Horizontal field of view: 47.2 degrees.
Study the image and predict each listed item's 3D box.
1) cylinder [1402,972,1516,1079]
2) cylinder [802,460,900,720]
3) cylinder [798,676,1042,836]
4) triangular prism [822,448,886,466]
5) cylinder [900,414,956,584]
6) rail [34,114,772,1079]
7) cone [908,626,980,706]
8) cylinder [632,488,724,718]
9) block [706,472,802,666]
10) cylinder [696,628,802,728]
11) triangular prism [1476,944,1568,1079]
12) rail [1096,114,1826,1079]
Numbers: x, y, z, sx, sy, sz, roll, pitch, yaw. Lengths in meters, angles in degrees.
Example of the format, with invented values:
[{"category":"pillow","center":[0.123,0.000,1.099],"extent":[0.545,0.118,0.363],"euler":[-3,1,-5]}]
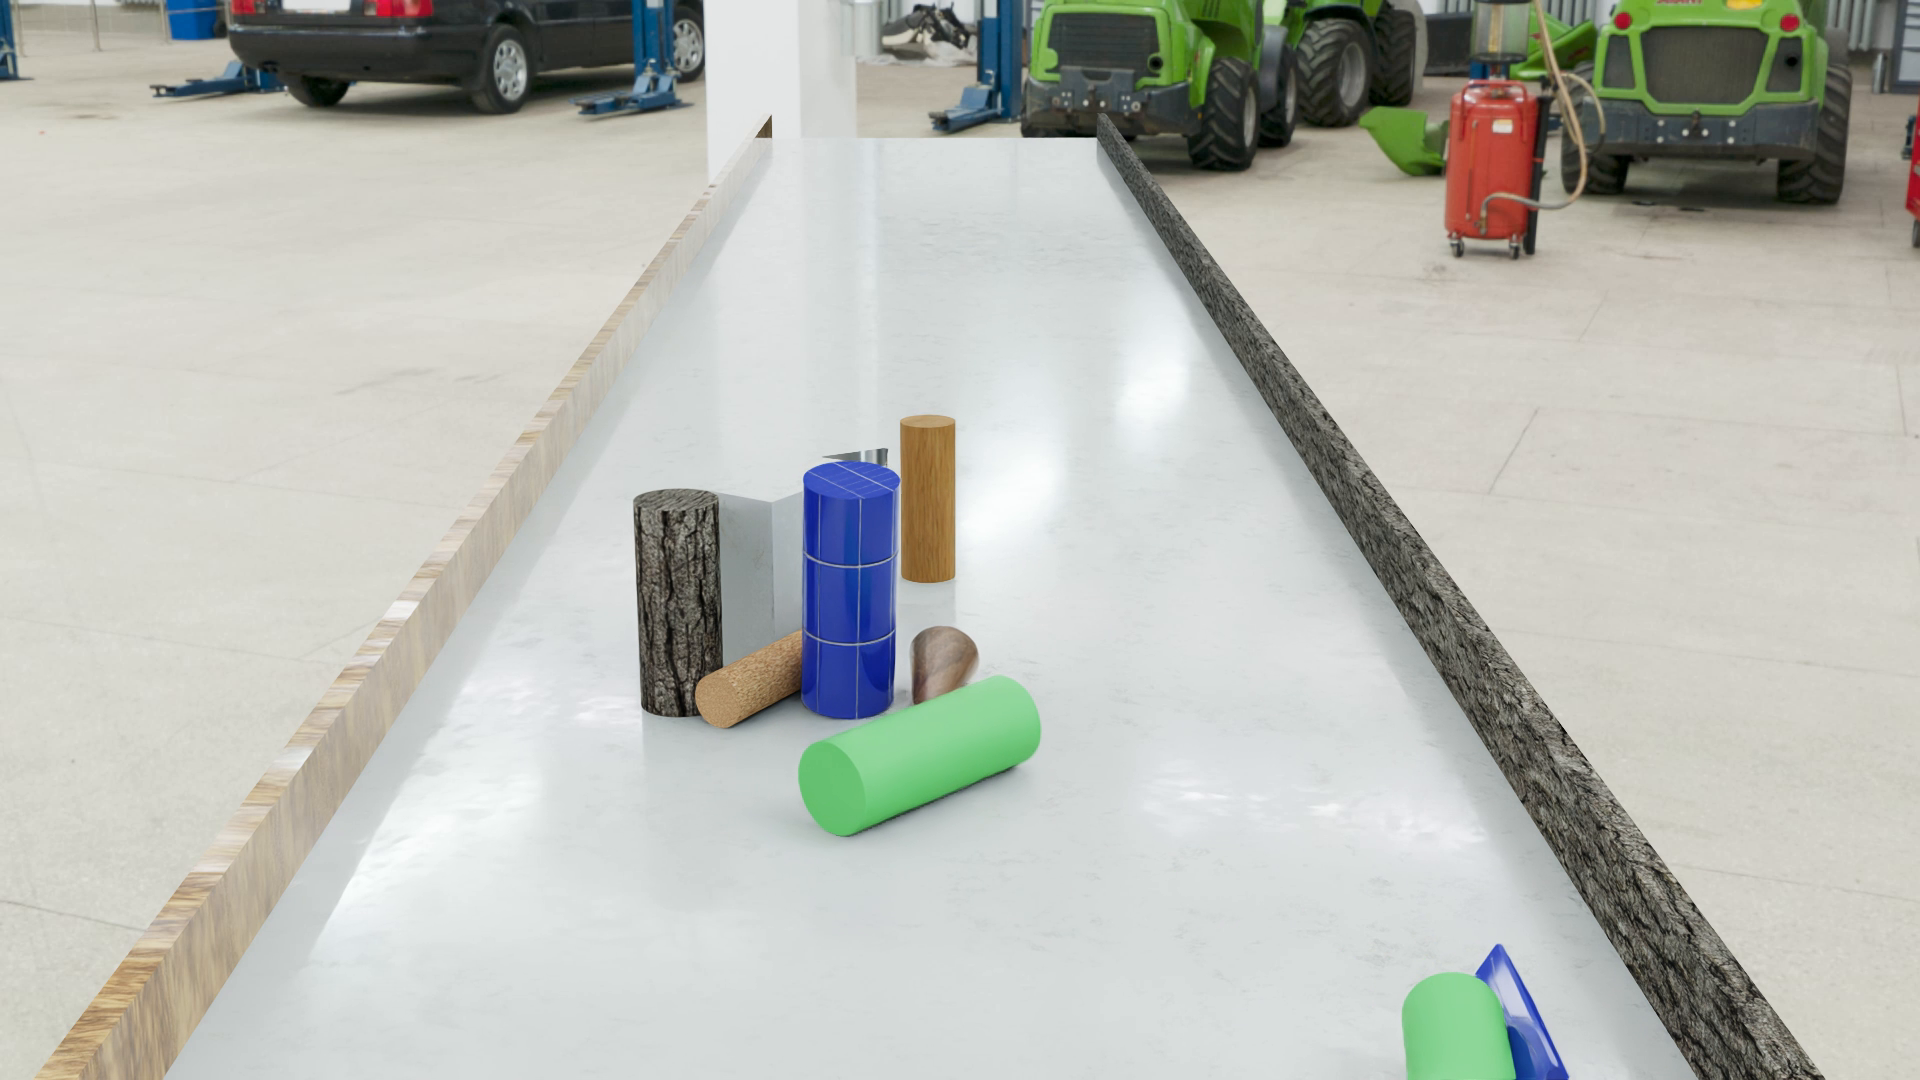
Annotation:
[{"category":"cylinder","center":[0.624,0.673,2.735],"extent":[0.132,0.132,0.325],"euler":[2,17,8]},{"category":"cylinder","center":[-0.205,0.095,4.085],"extent":[0.178,0.449,0.178],"euler":[2,24,-1]},{"category":"cylinder","center":[-0.063,0.361,3.734],"extent":[0.160,0.160,0.428],"euler":[15,22,41]},{"category":"triangular prism","center":[-0.190,-0.016,4.682],"extent":[0.153,0.341,0.133],"euler":[10,19,30]},{"category":"cylinder","center":[-0.071,-0.092,4.911],"extent":[0.123,0.356,0.123],"euler":[0,17,0]},{"category":"rail","center":[-1.118,-0.838,7.780],"extent":[0.050,0.150,12.000],"euler":[0,17,-1]},{"category":"cone","center":[-0.054,0.308,4.071],"extent":[0.138,0.138,0.365],"euler":[2,27,7]},{"category":"cylinder","center":[-0.527,0.117,4.129],"extent":[0.158,0.400,0.158],"euler":[0,16,0]},{"category":"block","center":[-0.384,0.067,4.371],"extent":[0.164,0.359,0.164],"euler":[11,20,32]},{"category":"cylinder","center":[-0.343,0.247,4.215],"extent":[0.103,0.103,0.405],"euler":[9,19,29]},{"category":"triangular prism","center":[0.740,0.646,2.888],"extent":[0.104,0.090,0.329],"euler":[0,17,1]},{"category":"rail","center":[0.932,-0.844,7.801],"extent":[0.050,0.150,12.000],"euler":[0,17,-1]}]
